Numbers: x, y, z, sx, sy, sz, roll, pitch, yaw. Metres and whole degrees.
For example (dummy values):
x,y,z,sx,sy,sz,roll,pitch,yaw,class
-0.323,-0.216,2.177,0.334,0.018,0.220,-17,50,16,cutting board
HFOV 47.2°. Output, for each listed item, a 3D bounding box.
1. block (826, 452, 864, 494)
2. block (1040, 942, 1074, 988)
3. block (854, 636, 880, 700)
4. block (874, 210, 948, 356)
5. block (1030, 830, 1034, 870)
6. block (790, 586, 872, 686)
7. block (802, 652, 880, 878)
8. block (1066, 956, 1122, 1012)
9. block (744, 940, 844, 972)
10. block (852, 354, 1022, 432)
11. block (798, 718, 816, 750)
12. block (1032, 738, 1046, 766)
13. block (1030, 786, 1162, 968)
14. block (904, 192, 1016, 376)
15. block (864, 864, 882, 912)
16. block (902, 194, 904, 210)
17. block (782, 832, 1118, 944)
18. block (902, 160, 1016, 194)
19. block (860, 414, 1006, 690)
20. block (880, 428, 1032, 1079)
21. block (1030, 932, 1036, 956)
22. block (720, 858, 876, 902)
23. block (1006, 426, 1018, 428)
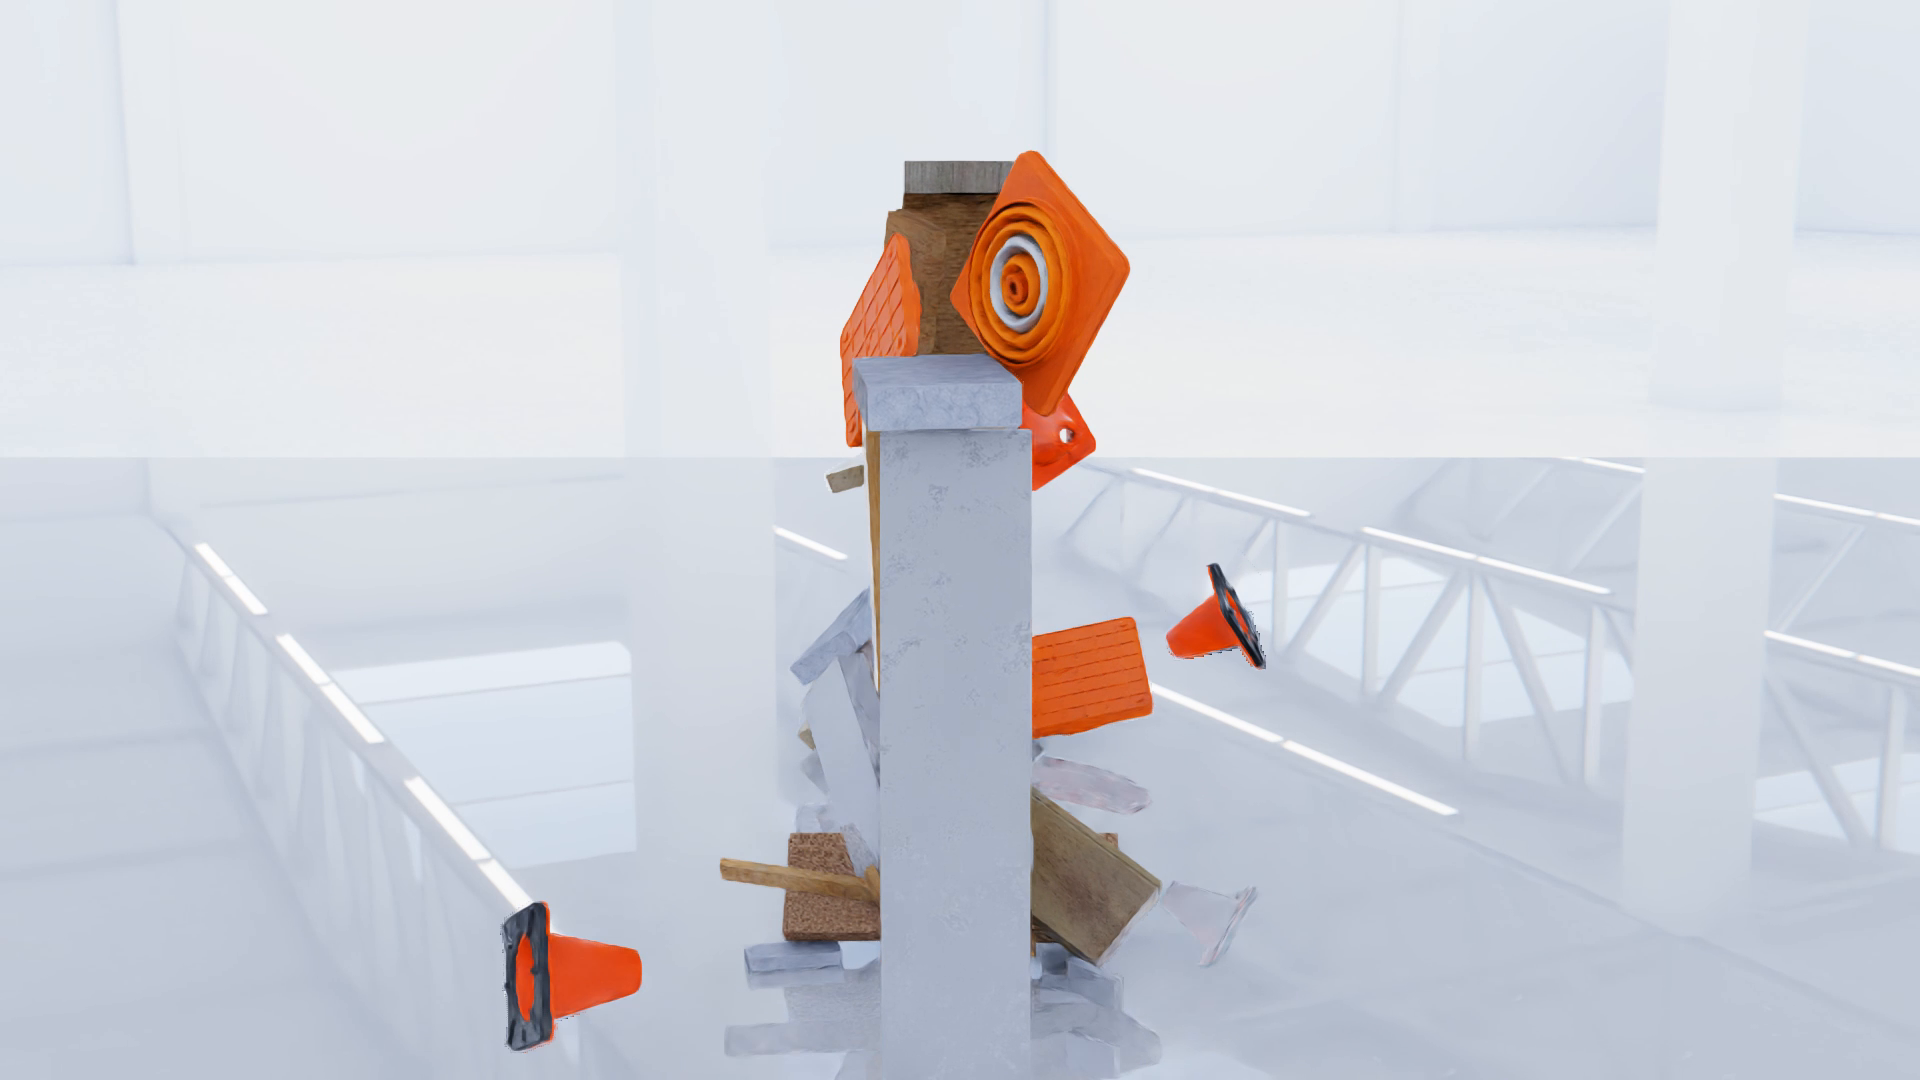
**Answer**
x,y,z,sx,sy,sz,roll,pitch,yaw,class
-0.093,-0.121,3.058,0.098,0.028,0.196,-14,13,35,block
0.159,0.642,3.328,0.071,0.020,0.142,3,11,2,block
-0.178,0.261,4.311,0.168,0.048,0.336,-47,8,-13,block
-0.081,-0.403,3.522,0.032,0.226,0.113,-13,32,-37,block
0.007,0.377,2.974,0.156,0.044,0.311,-1,11,-3,block
-0.210,0.168,4.627,0.175,0.050,0.350,-35,7,34,block
-0.151,0.353,3.372,0.046,0.321,0.161,-6,-27,-29,block
0.191,0.633,3.139,0.013,0.047,0.094,-17,24,-41,block
-0.255,0.634,3.363,0.142,0.020,0.071,-2,7,-13,block
-0.034,-0.181,2.654,0.175,0.049,0.349,-2,10,-5,block
-0.206,0.283,4.581,0.168,0.048,0.336,-30,21,38,block
-0.028,0.439,3.480,0.095,0.377,0.027,41,-9,15,block
0.131,0.494,3.349,0.321,0.046,0.161,35,69,22,block
-0.001,-0.389,3.616,0.179,0.357,0.051,-1,11,-3,block
-0.114,0.531,3.260,0.013,0.094,0.047,-23,-24,-17,block
-0.008,-0.424,3.838,0.179,0.357,0.051,0,9,3,block
-0.013,0.536,3.396,0.510,0.161,0.046,0,-28,5,block
-0.006,-0.608,3.690,0.179,0.051,0.357,0,9,-2,block
-0.025,0.008,2.738,0.175,0.349,0.049,-3,-2,-7,block
-0.005,0.327,2.579,0.175,0.914,0.049,0,4,-1,block
0.012,0.605,3.322,0.190,0.027,0.095,-4,-28,11,block
-0.146,0.531,3.342,0.444,0.047,0.013,7,54,7,block
0.000,-0.198,3.714,0.178,0.050,0.355,0,9,-1,block
